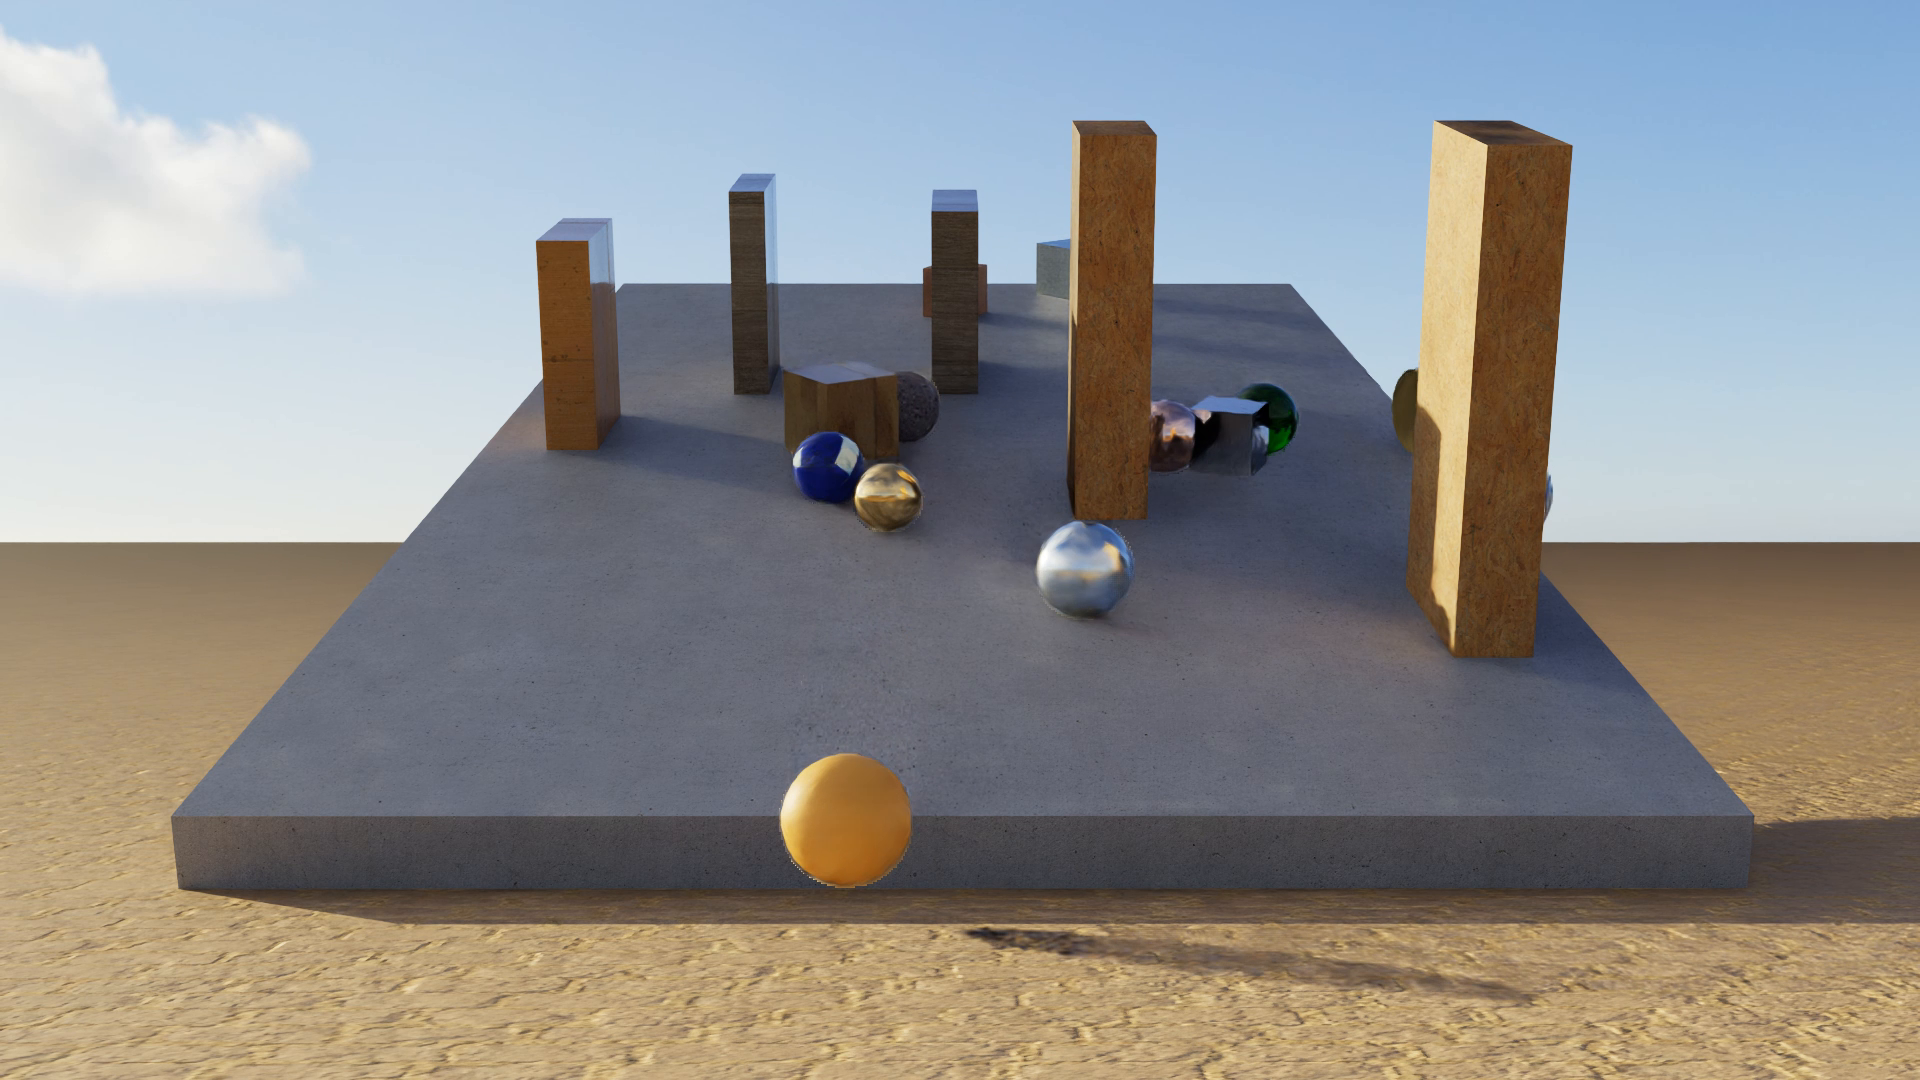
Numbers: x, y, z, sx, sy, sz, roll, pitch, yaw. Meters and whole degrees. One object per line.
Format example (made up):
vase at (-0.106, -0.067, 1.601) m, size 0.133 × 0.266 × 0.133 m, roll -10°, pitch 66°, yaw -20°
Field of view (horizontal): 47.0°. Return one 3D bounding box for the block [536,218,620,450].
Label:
block at (-0.813, -0.446, 4.731) m, size 0.107 × 0.439 × 0.333 m, roll 0°, pitch 16°, yaw 0°

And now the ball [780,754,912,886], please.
ball at (-0.134, 0.329, 2.610) m, size 0.155 × 0.155 × 0.155 m, roll 0°, pitch 0°, yaw 0°

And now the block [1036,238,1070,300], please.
block at (0.326, -0.790, 6.436) m, size 0.147 × 0.147 × 0.147 m, roll -13°, pitch 21°, yaw -38°

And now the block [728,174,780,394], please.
block at (-0.486, -0.613, 5.247) m, size 0.081 × 0.471 × 0.339 m, roll 0°, pitch 16°, yaw 0°

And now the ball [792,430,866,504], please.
ball at (-0.250, -0.138, 4.213) m, size 0.139 × 0.139 × 0.139 m, roll 0°, pitch 0°, yaw 0°

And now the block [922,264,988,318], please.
block at (-0.013, -0.690, 6.118) m, size 0.134 × 0.134 × 0.134 m, roll 7°, pitch 18°, yaw 23°

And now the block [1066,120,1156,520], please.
block at (0.281, -0.416, 4.150) m, size 0.137 × 0.708 × 0.267 m, roll 0°, pitch 16°, yaw 0°

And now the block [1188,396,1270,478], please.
block at (0.546, -0.210, 4.480) m, size 0.129 × 0.129 × 0.129 m, roll 7°, pitch 18°, yaw 22°

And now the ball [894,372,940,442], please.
ball at (-0.118, -0.282, 4.685) m, size 0.151 × 0.151 × 0.151 m, roll 0°, pitch 0°, yaw 0°

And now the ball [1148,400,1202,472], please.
ball at (0.407, -0.206, 4.395) m, size 0.145 × 0.145 × 0.145 m, roll 0°, pitch 0°, yaw 0°

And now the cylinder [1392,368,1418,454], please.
cylinder at (1.026, -0.274, 4.615) m, size 0.178 × 0.178 × 0.178 m, roll -5°, pitch 2°, yaw -21°

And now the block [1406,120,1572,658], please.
block at (0.814, -0.244, 3.443) m, size 0.122 × 0.774 × 0.367 m, roll 0°, pitch 16°, yaw 0°

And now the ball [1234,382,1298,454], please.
ball at (0.627, -0.252, 4.589) m, size 0.149 × 0.149 × 0.149 m, roll 0°, pitch 0°, yaw 0°

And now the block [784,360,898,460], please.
block at (-0.247, -0.265, 4.590) m, size 0.171 × 0.171 × 0.171 m, roll -11°, pitch 20°, yaw -33°

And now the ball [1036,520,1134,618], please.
ball at (0.199, 0.047, 3.549) m, size 0.156 × 0.156 × 0.156 m, roll 0°, pitch 0°, yaw 0°

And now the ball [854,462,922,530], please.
ball at (-0.132, -0.079, 4.035) m, size 0.126 × 0.126 × 0.126 m, roll 0°, pitch 0°, yaw 0°

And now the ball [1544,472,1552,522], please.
ball at (0.911, -0.080, 3.784) m, size 0.202 × 0.202 × 0.202 m, roll 0°, pitch 0°, yaw 0°

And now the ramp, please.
ramp at (-0.002, -0.163, 4.725) m, size 2.000 × 0.100 × 4.000 m, roll 0°, pitch 16°, yaw 0°

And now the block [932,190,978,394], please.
block at (-0.012, -0.599, 5.284) m, size 0.108 × 0.426 × 0.390 m, roll 0°, pitch 16°, yaw 0°
